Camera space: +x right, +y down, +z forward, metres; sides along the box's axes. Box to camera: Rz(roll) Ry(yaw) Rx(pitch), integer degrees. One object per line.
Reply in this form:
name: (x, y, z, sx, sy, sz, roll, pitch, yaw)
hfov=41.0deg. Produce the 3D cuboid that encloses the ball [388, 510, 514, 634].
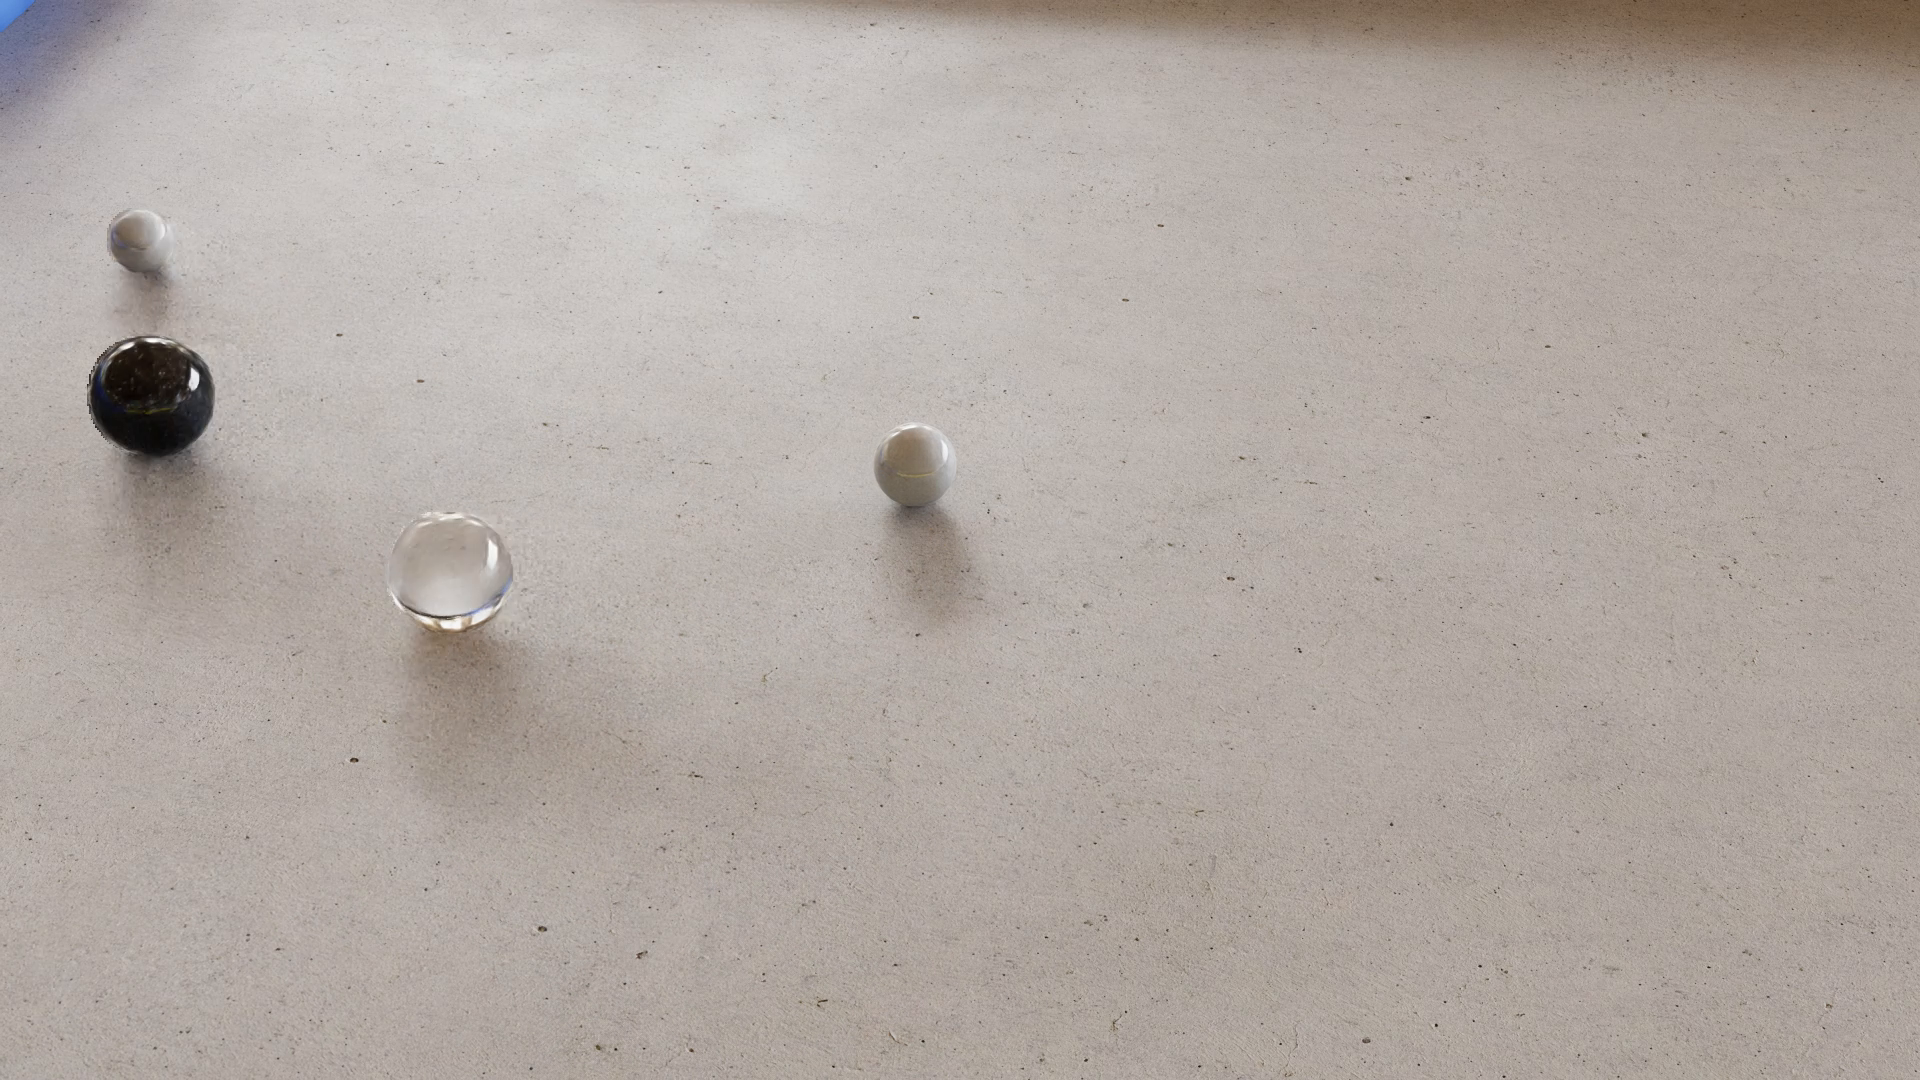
ball: (-0.334, 0.021, 1.680, 0.081, 0.081, 0.081, 0, 35, 0)

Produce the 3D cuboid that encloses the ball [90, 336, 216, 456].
ball: (-0.582, -0.104, 1.851, 0.088, 0.088, 0.088, 0, 35, 0)

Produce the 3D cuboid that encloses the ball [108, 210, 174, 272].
ball: (-0.662, -0.242, 2.076, 0.051, 0.051, 0.051, 0, 35, 0)

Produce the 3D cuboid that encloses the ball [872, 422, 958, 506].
ball: (-0.032, -0.053, 1.803, 0.059, 0.059, 0.059, 0, 35, 0)

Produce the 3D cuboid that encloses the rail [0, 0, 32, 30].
rail: (-1.015, -0.114, 1.828, 0.045, 0.128, 2.466, 5, 36, 7)
